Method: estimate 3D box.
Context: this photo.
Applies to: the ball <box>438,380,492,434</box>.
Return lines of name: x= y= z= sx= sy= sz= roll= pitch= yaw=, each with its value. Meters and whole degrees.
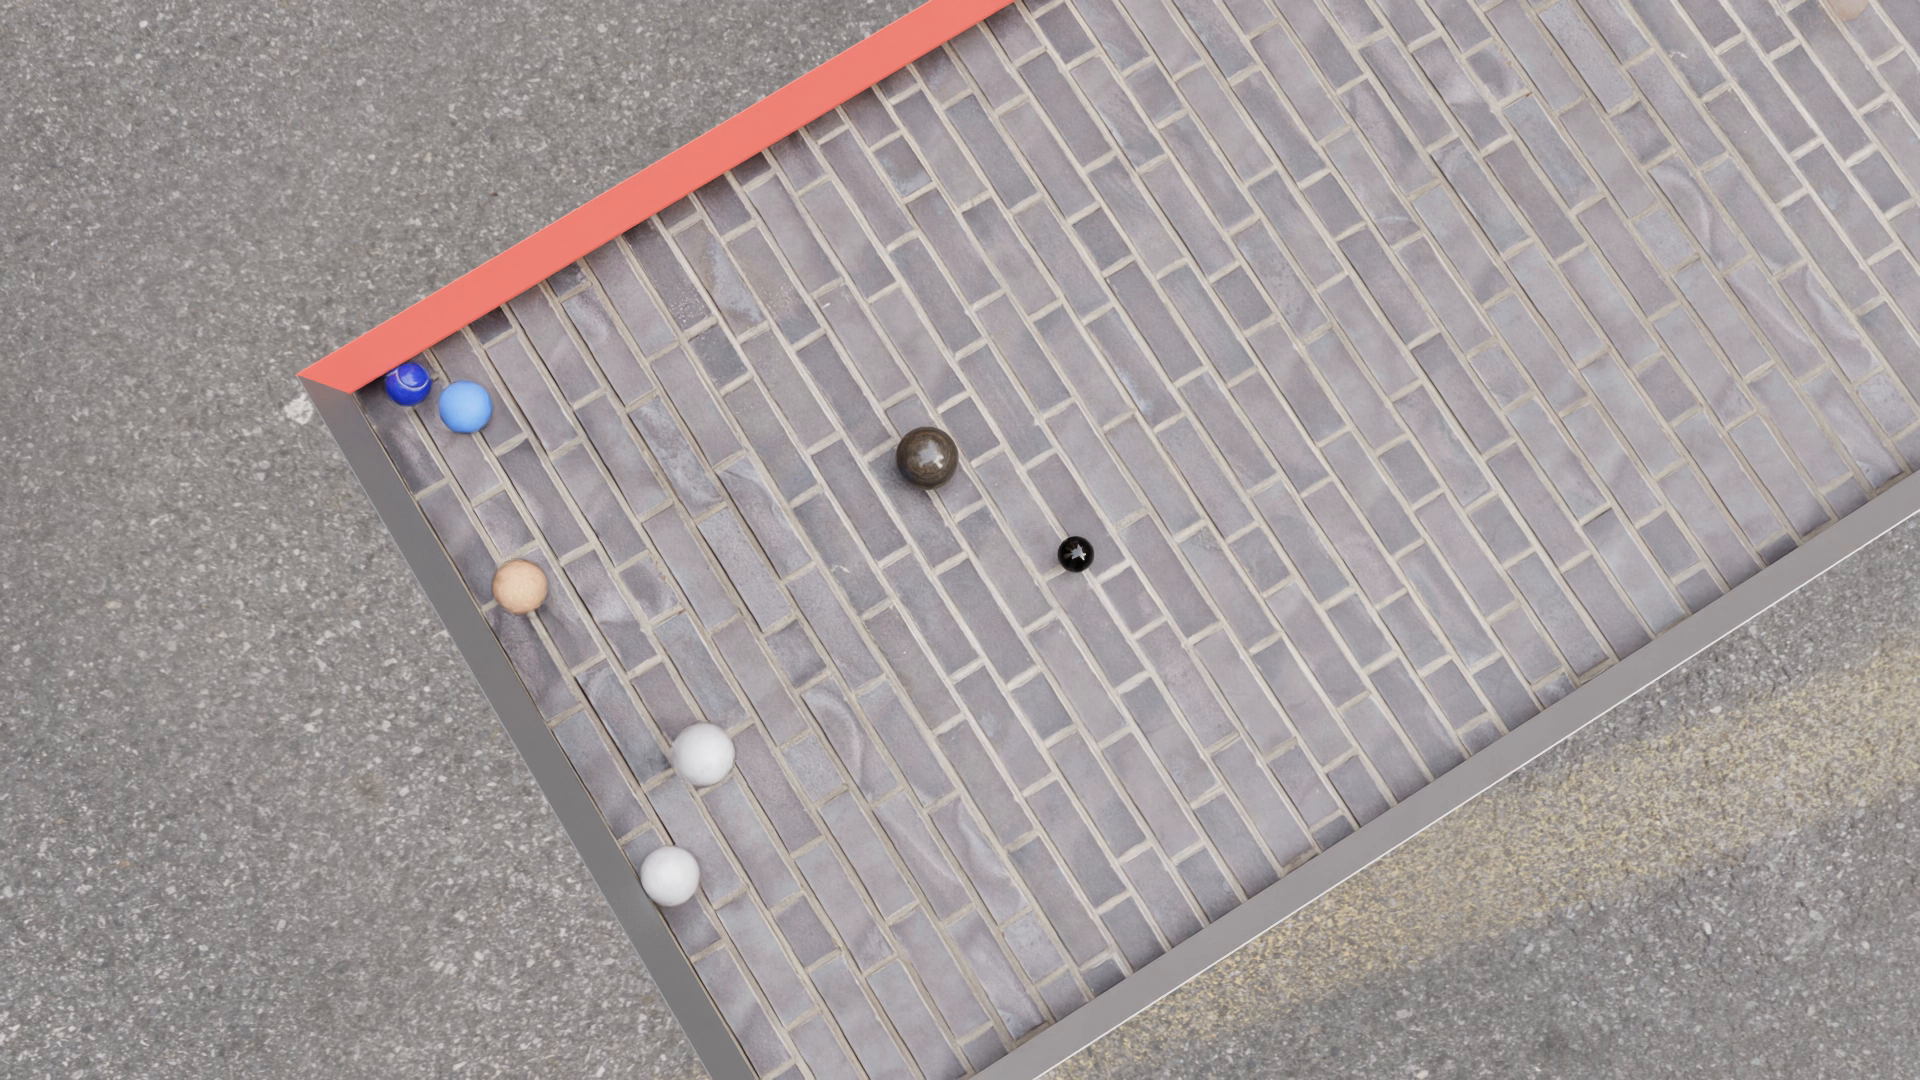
ball: x=-0.745 y=-0.200 z=3.309 sx=0.080 sy=0.080 sz=0.080 roll=0 pitch=80 yaw=0

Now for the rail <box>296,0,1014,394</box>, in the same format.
rail: x=0.233 y=-0.950 z=3.412 sx=2.822 sy=0.124 sz=0.045 roll=-32 pitch=82 yaw=-5

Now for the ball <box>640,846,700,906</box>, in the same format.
ball: x=-0.421 y=0.488 z=3.189 sx=0.086 sy=0.086 sz=0.086 roll=0 pitch=80 yaw=0

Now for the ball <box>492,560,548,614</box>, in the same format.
ball: x=-0.653 y=0.070 z=3.263 sx=0.080 sy=0.080 sz=0.080 roll=0 pitch=80 yaw=0

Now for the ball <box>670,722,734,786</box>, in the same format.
ball: x=-0.376 y=0.313 z=3.216 sx=0.092 sy=0.092 sz=0.092 roll=0 pitch=80 yaw=0

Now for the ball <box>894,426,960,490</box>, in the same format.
ball: x=-0.049 y=-0.122 z=3.287 sx=0.096 sy=0.096 sz=0.096 roll=0 pitch=80 yaw=0

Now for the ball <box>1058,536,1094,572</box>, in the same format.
ball: x=0.173 y=0.022 z=3.284 sx=0.055 sy=0.055 sz=0.055 roll=0 pitch=80 yaw=0

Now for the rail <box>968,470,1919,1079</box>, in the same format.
rail: x=0.964 y=0.205 z=3.216 sx=2.822 sy=0.124 sz=0.045 roll=-32 pitch=82 yaw=-5

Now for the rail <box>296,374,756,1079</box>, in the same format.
rail: x=-0.578 y=0.352 z=3.192 sx=0.045 sy=0.124 sz=1.429 roll=-32 pitch=82 yaw=-5

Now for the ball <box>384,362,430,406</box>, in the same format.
ball: x=-0.835 y=-0.235 z=3.321 sx=0.068 sy=0.068 sz=0.068 roll=0 pitch=80 yaw=0
